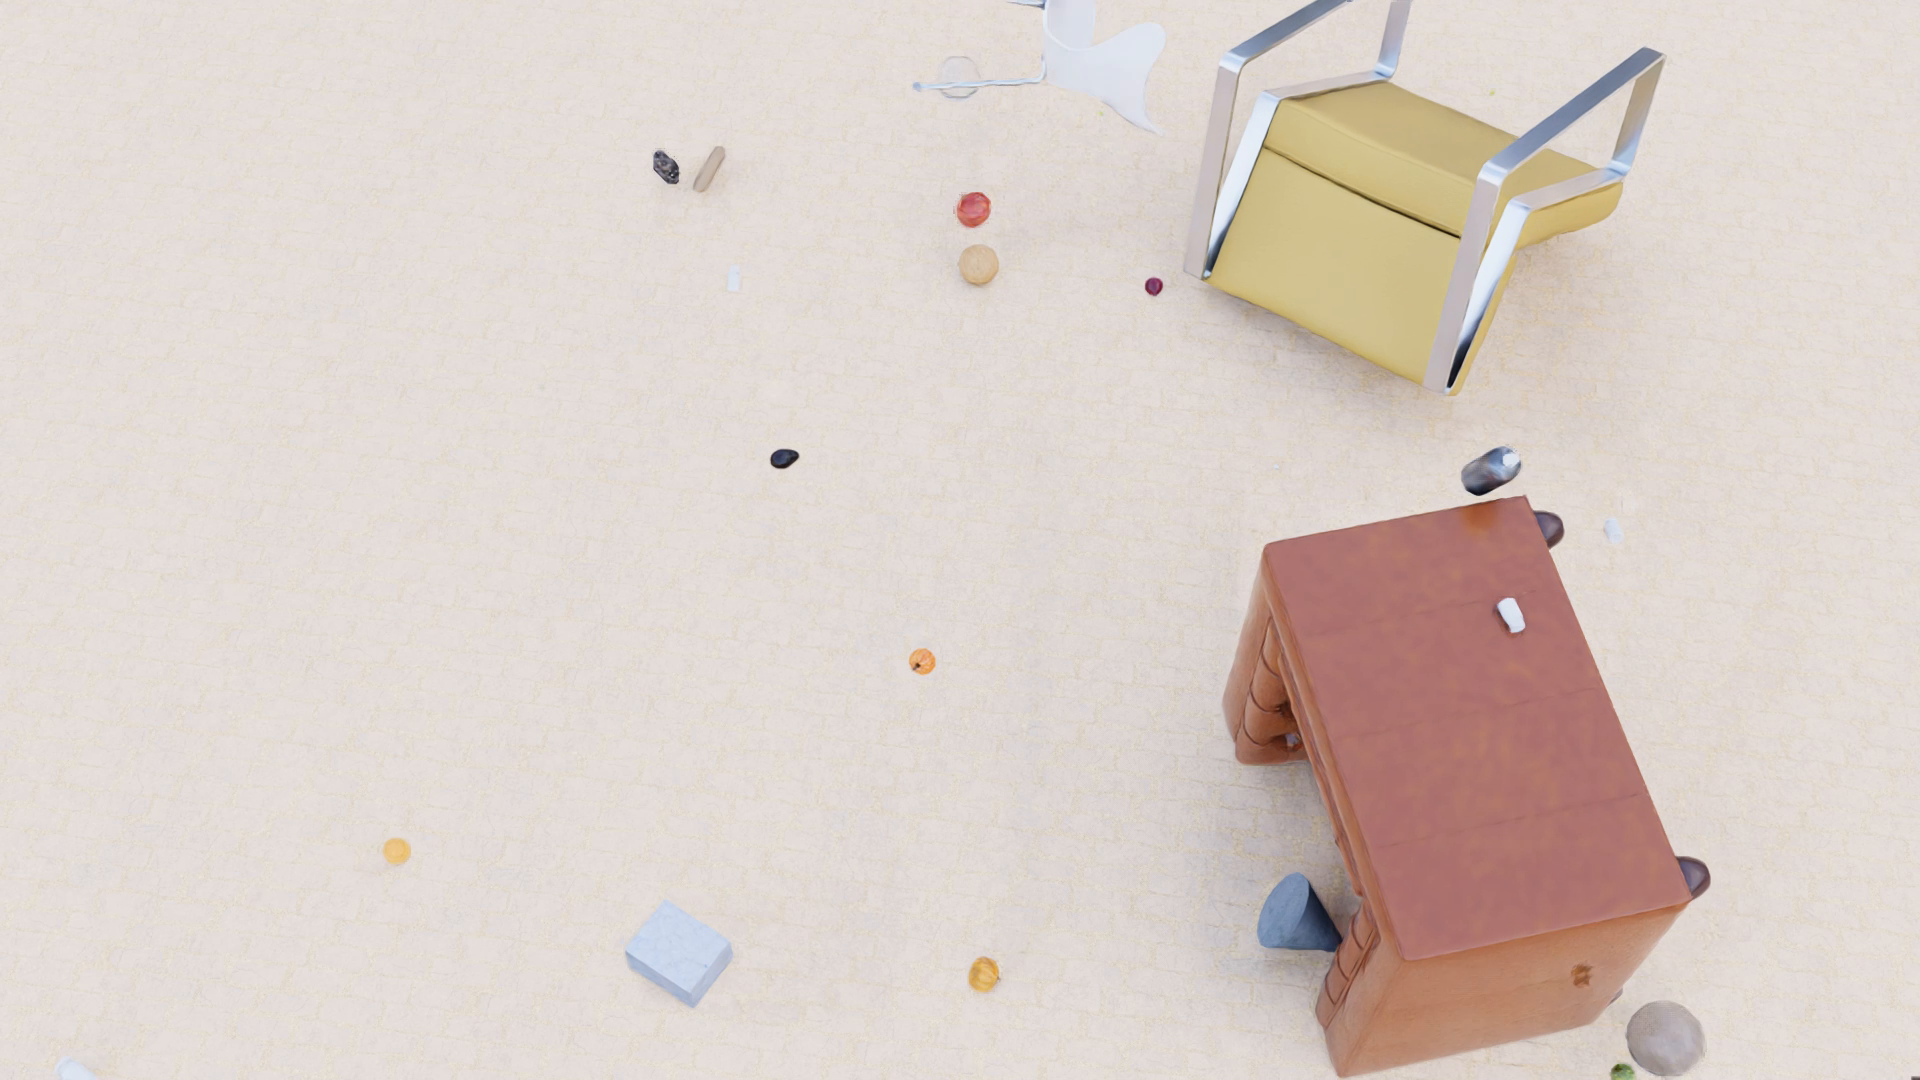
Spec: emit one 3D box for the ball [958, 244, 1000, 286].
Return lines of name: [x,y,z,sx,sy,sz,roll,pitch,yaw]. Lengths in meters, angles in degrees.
ball: [0.060,-0.887,7.089,0.133,0.133,0.133,0,56,0]

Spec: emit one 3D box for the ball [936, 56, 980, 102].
ball: [-0.006,-1.525,7.265,0.150,0.150,0.150,0,56,0]

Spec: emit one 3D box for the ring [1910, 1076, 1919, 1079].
ring: [2.417,1.384,5.500,0.053,0.036,0.101,3,36,-38]

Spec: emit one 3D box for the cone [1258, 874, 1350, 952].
cone: [0.944,1.035,5.816,0.228,0.255,0.213,33,100,-12]

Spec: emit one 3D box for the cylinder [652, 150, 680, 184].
cylinder: [-0.977,-1.238,7.313,0.062,0.116,0.061,-40,62,-13]

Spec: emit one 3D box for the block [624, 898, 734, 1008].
block: [-0.737,1.087,5.777,0.213,0.112,0.173,29,61,18]

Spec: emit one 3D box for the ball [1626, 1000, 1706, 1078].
ball: [1.798,1.271,5.605,0.193,0.193,0.193,0,56,0]
